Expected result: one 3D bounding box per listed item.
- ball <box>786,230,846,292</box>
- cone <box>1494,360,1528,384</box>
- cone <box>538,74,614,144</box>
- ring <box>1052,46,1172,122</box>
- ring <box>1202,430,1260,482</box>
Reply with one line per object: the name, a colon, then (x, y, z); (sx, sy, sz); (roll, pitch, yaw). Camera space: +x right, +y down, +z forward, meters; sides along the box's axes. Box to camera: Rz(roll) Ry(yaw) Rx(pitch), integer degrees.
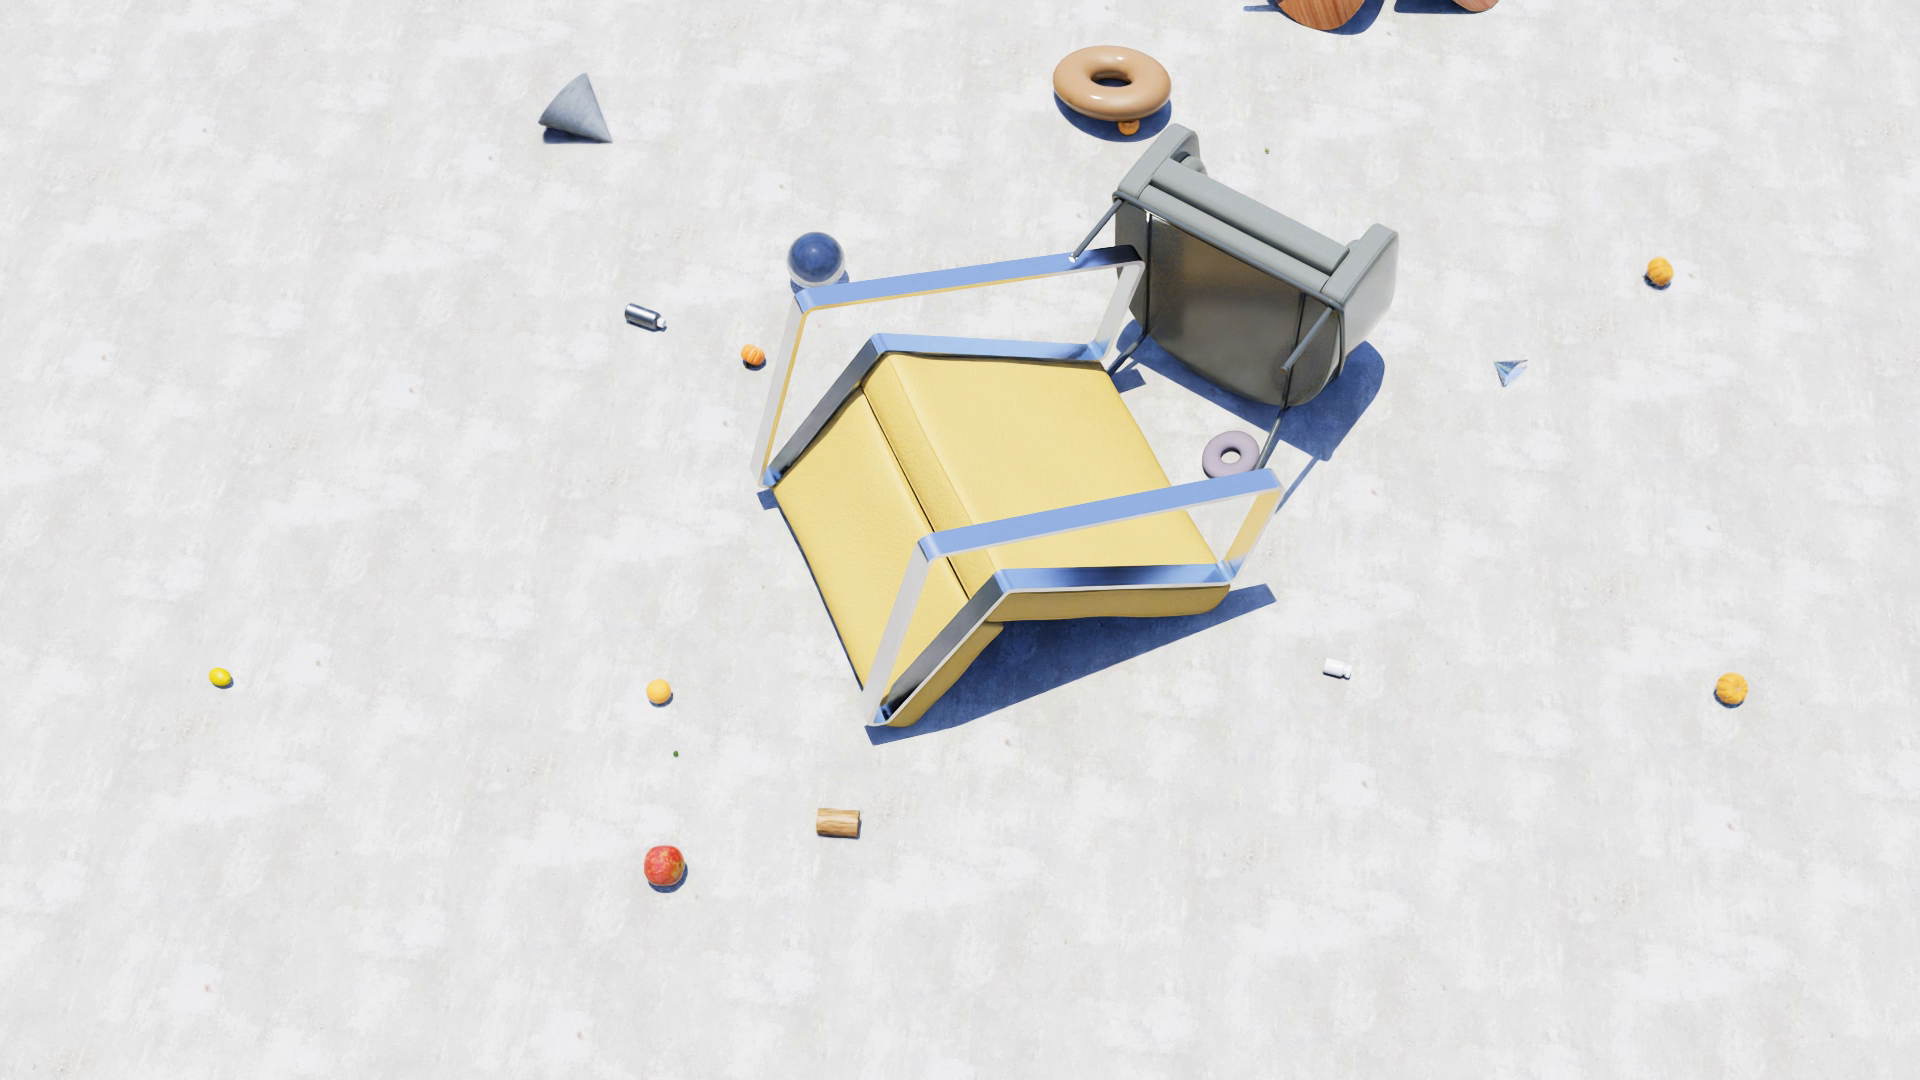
ball: (-0.463, -0.895, 7.058); (0.193, 0.193, 0.193); (0, 56, 0)
cone: (1.716, -0.546, 6.926); (0.128, 0.050, 0.087); (-40, 49, -22)
cone: (-1.263, -1.421, 7.469); (0.228, 0.213, 0.255); (41, 47, -4)
ring: (0.520, -1.565, 7.527); (0.373, 0.105, 0.441); (-34, 51, -27)
ring: (0.828, -0.257, 6.721); (0.165, 0.042, 0.200); (33, 63, 21)
